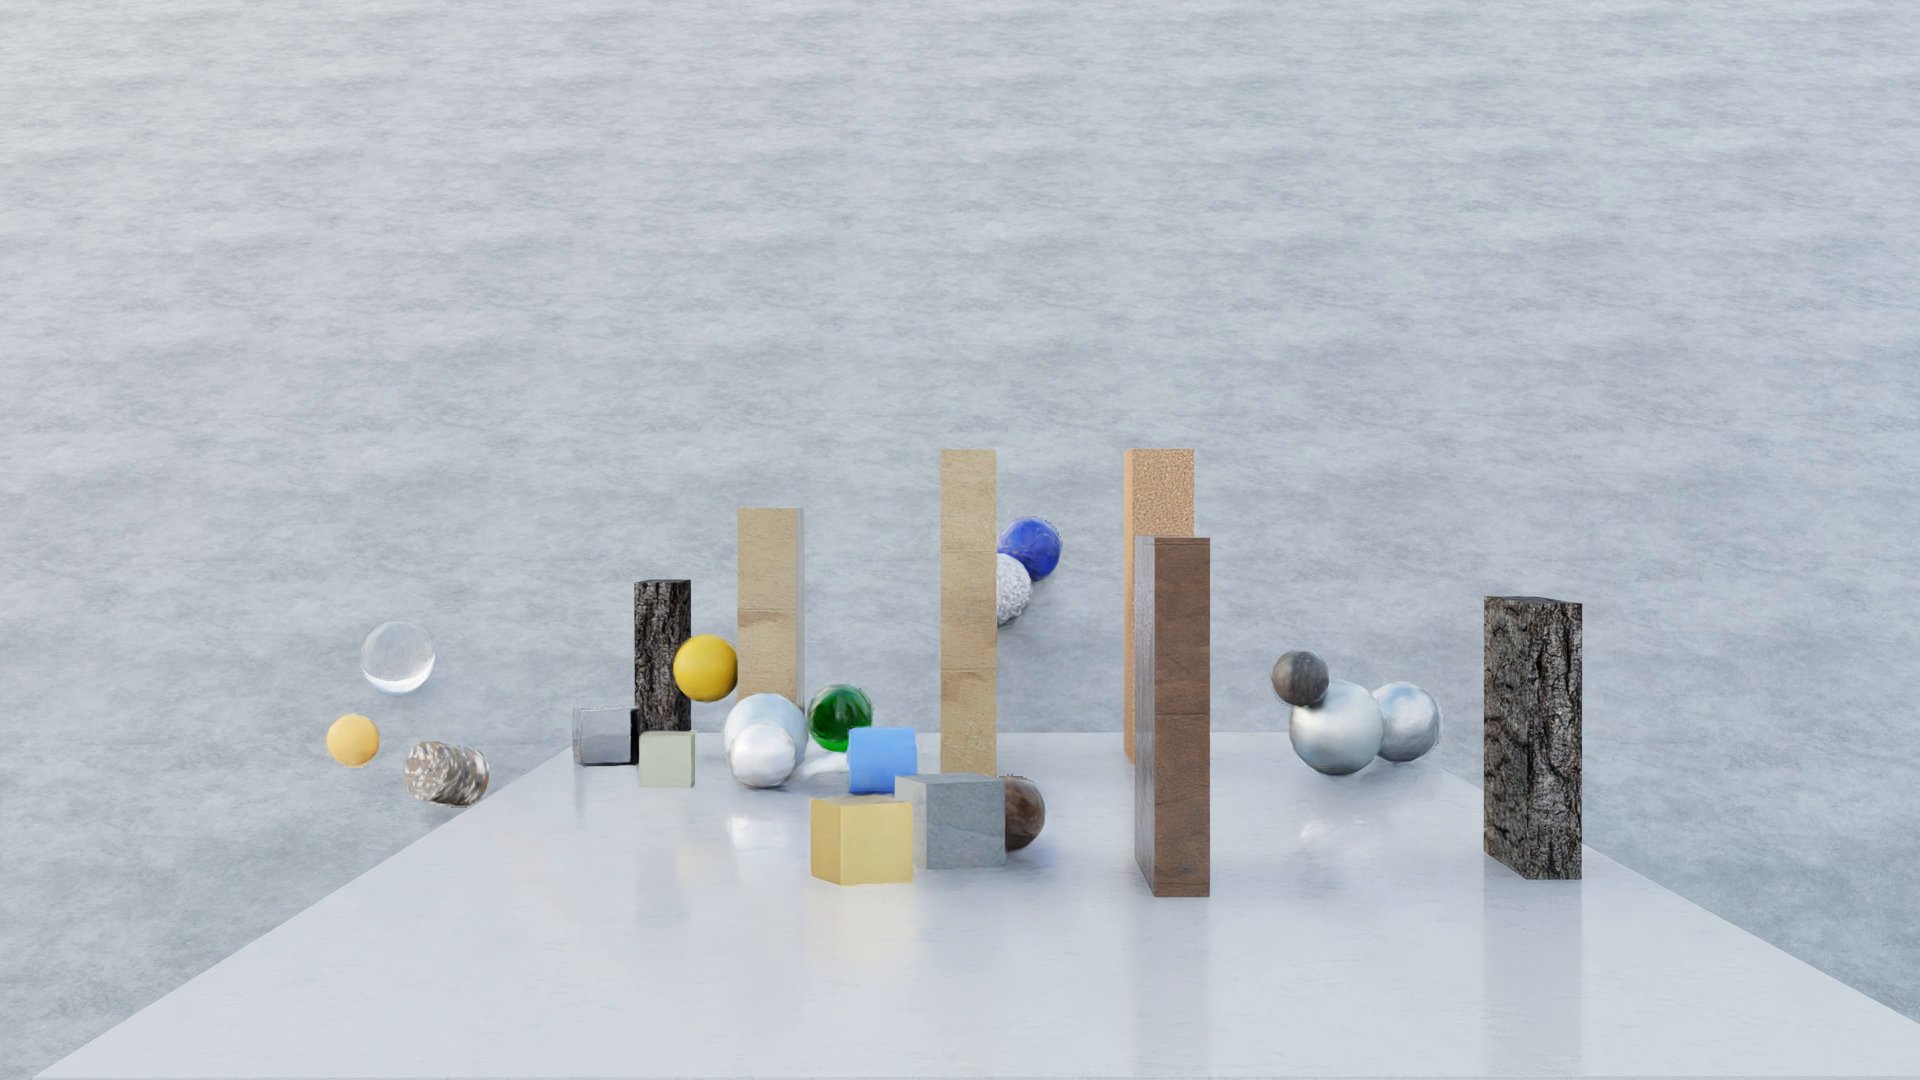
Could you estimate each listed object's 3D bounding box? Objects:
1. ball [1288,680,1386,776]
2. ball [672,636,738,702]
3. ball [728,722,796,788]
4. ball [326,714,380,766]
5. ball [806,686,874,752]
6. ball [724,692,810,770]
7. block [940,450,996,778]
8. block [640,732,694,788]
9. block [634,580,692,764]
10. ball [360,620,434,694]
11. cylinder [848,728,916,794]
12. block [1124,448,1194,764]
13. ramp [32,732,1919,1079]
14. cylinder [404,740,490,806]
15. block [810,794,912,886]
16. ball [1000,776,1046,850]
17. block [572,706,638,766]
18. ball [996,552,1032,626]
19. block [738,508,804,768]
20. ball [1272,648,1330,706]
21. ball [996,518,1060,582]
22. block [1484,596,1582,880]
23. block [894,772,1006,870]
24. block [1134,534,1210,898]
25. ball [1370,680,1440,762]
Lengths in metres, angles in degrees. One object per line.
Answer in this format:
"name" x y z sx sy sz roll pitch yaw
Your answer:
"ball" 0.809 0.403 5.544 0.206 0.206 0.206 0 28 0
"ball" -0.566 0.288 5.776 0.151 0.151 0.151 0 28 0
"ball" -0.405 0.440 5.284 0.137 0.137 0.137 0 28 0
"ball" -1.485 0.490 6.322 0.127 0.127 0.127 0 28 0
"ball" -0.282 0.420 6.070 0.158 0.158 0.158 0 28 0
"ball" -0.412 0.415 5.484 0.182 0.182 0.182 0 28 0
"block" 0.018 0.156 5.618 0.118 0.698 0.281 0 1 0
"block" -0.607 0.455 5.349 0.107 0.107 0.107 0 1 -3
"block" -0.683 0.298 5.949 0.099 0.406 0.278 0 1 0
"ball" -1.508 0.314 6.925 0.195 0.195 0.195 0 28 0
"cylinder" -0.157 0.443 5.181 0.130 0.130 0.130 0 28 -5
"block" 0.456 0.147 5.945 0.138 0.706 0.297 0 1 0
"ramp" 0.063 0.567 4.607 2.000 0.100 4.000 0 1 0
"cylinder" -1.274 0.580 6.411 0.147 0.147 0.147 21 2 34
"block" -0.153 0.464 4.004 0.121 0.121 0.121 0 1 -26
"ball" 0.083 0.459 4.336 0.123 0.123 0.123 0 28 0
"block" -0.800 0.441 5.818 0.124 0.124 0.124 0 1 -18
"ball" 0.100 0.139 7.243 0.205 0.205 0.205 0 28 0
"block" -0.426 0.215 5.849 0.129 0.574 0.305 0 1 0
"ball" 0.720 0.291 5.463 0.122 0.122 0.122 0 28 0
"ball" 0.198 0.029 7.468 0.187 0.187 0.187 0 28 0
"block" 0.916 0.309 4.145 0.085 0.426 0.327 0 1 0
"block" -0.017 0.453 4.179 0.137 0.137 0.137 0 1 -23
"block" 0.327 0.259 4.014 0.082 0.530 0.423 0 1 0
"ball" 0.990 0.409 5.824 0.184 0.184 0.184 0 28 0
